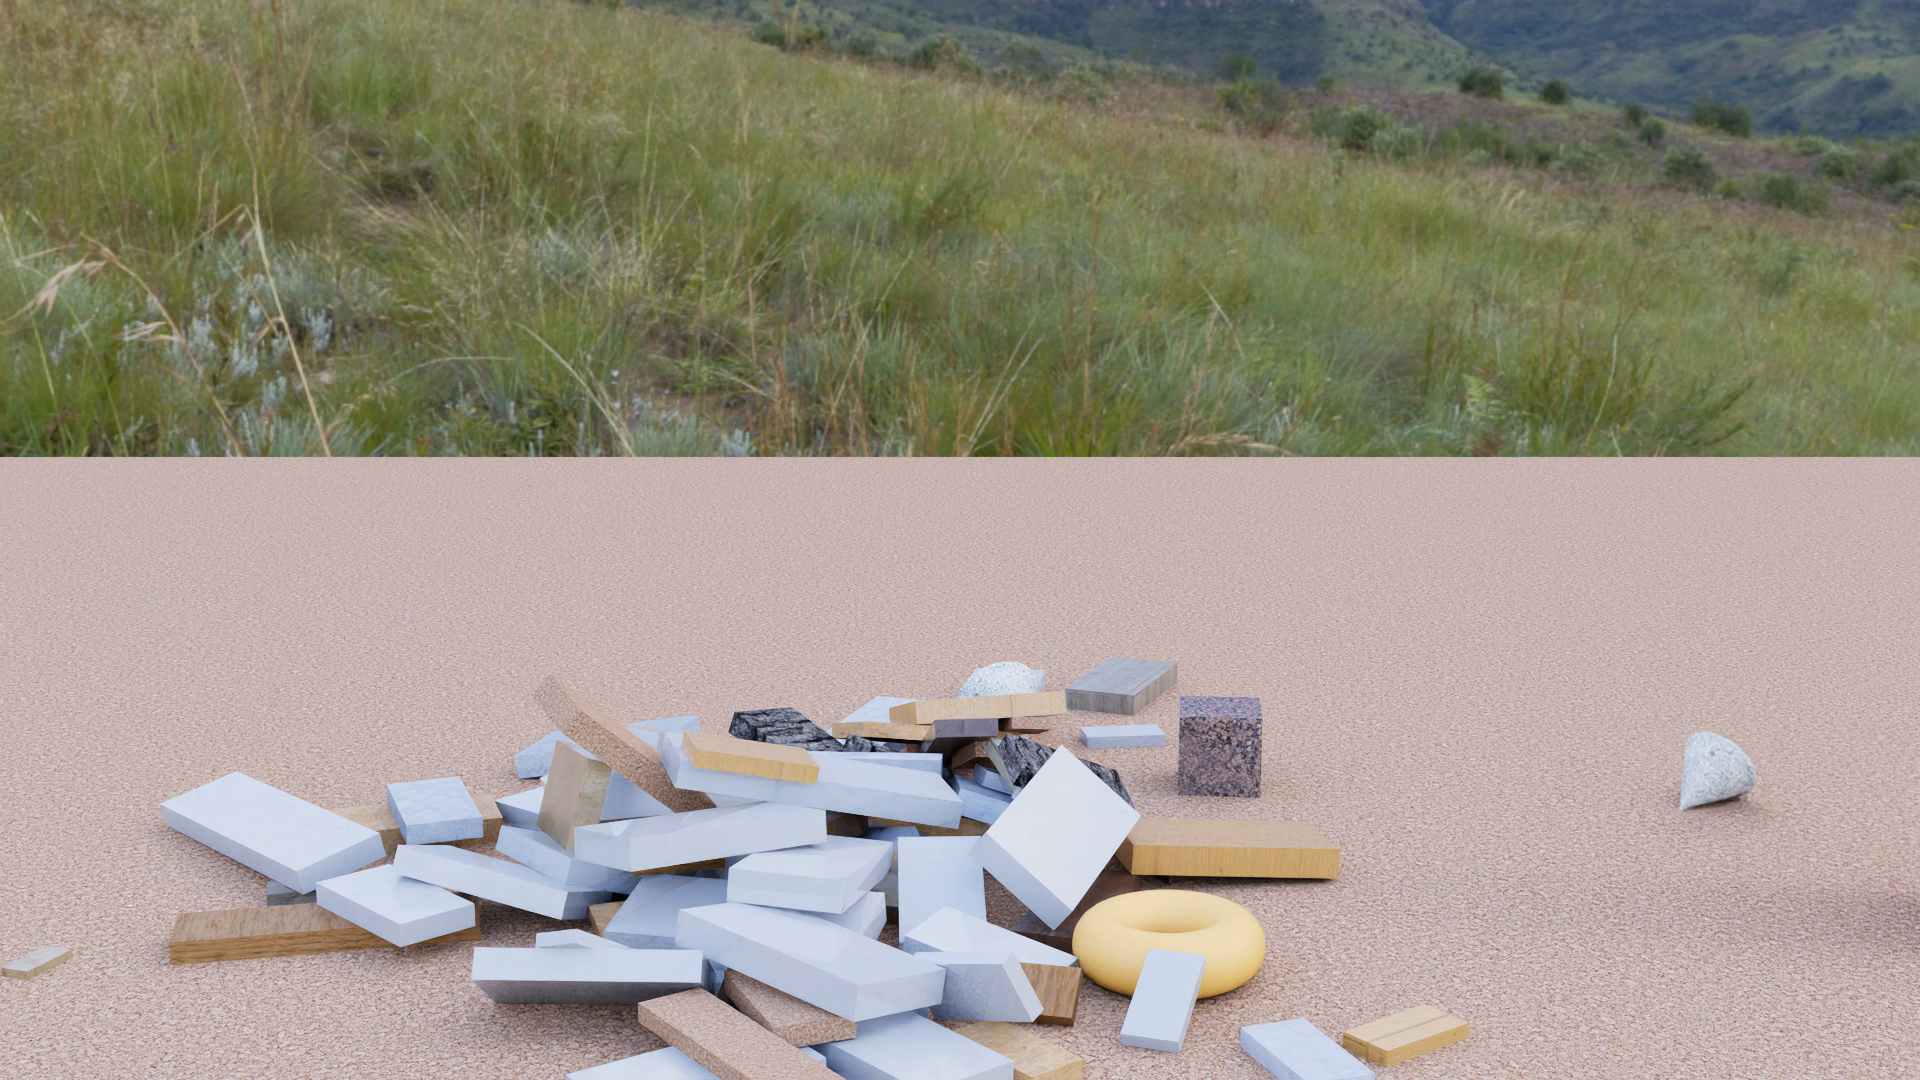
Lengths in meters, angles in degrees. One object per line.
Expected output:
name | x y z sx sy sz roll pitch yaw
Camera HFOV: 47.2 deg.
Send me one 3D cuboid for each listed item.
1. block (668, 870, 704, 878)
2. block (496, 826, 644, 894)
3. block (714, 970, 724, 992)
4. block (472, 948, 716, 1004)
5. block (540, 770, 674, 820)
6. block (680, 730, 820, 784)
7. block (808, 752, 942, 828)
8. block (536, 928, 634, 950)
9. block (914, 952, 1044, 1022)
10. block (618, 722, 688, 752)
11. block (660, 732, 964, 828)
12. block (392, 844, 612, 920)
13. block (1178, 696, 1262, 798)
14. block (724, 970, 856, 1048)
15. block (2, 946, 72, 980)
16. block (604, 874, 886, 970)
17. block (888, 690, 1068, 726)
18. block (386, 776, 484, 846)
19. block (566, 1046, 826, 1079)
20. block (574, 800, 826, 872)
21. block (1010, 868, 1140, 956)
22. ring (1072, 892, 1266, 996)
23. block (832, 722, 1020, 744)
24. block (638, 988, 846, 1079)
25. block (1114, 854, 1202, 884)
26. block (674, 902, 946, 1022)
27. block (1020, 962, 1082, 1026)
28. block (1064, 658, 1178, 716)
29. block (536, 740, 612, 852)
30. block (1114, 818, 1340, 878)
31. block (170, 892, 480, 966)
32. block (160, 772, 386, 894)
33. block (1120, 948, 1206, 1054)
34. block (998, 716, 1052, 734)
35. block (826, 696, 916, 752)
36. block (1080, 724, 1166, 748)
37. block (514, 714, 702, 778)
block | -0.478 0.573 3.536 0.068 0.019 0.135 8 42 36
block | -0.644 0.534 3.662 0.149 0.042 0.299 16 -5 -33
block | -0.395 0.653 3.284 0.112 0.016 0.056 3 11 17
block | -0.519 0.624 3.140 0.320 0.045 0.160 0 -23 1
block | -0.621 0.470 3.922 0.149 0.042 0.311 -21 26 -24
block | -0.342 0.354 3.580 0.207 0.029 0.104 11 8 -20
block | -0.177 0.459 3.976 0.290 0.145 0.041 1 11 4
block | -0.504 0.600 3.165 0.070 0.020 0.254 -11 -26 26
block | 0.018 0.624 3.075 0.196 0.098 0.028 -11 22 45
block | -0.566 0.366 4.022 0.153 0.043 0.307 7 -4 15
block | -0.248 0.402 3.678 0.487 0.046 0.164 11 8 -18
block | -0.735 0.549 3.537 0.312 0.044 0.156 12 -4 19
block | 0.503 0.399 4.267 0.156 0.156 0.156 1 11 5
block | -0.238 0.644 3.055 0.117 0.033 0.233 -5 10 -22
block | -1.404 0.643 3.346 0.048 0.014 0.095 4 11 19
block | -0.326 0.589 3.358 0.392 0.049 0.174 2 22 14
block | 0.035 0.343 4.417 0.319 0.045 0.160 -2 -8 -21
block | -0.937 0.481 3.915 0.130 0.037 0.260 -4 11 -21
block | -0.345 0.712 2.893 0.304 0.043 0.152 -7 13 -35
block | -0.401 0.457 3.412 0.348 0.049 0.174 -3 1 -37
block | 0.188 0.597 3.542 0.117 0.033 0.328 4 11 20
ring | 0.314 0.608 3.312 0.292 0.097 0.292 -1 10 0
block | -0.062 0.387 4.357 0.409 0.029 0.103 9 -12 -42
block | -0.253 0.684 2.851 0.098 0.028 0.517 -7 13 -35
block | 0.321 0.549 3.836 0.067 0.019 0.256 -6 12 -28
block | -0.215 0.589 3.113 0.358 0.051 0.179 13 7 40
block | 0.088 0.649 3.163 0.165 0.023 0.082 3 48 14
block | 0.366 0.328 4.958 0.160 0.045 0.320 4 11 22
block | -0.659 0.436 3.751 0.043 0.153 0.307 15 -4 -19
block | 0.449 0.527 3.773 0.358 0.051 0.179 3 7 -9
block | -0.993 0.609 3.464 0.463 0.037 0.130 -2 11 -13
block | -1.212 0.506 3.851 0.152 0.043 0.585 -24 21 -37
block | 0.288 0.648 3.102 0.082 0.023 0.165 4 37 20
block | 0.130 0.373 4.414 0.081 0.023 0.163 2 -9 -9
block | -0.234 0.432 4.405 0.145 0.041 0.783 3 11 18
block | 0.339 0.409 4.582 0.163 0.023 0.081 -1 11 -8
block | -0.694 0.408 4.341 0.328 0.046 0.164 -8 9 19
